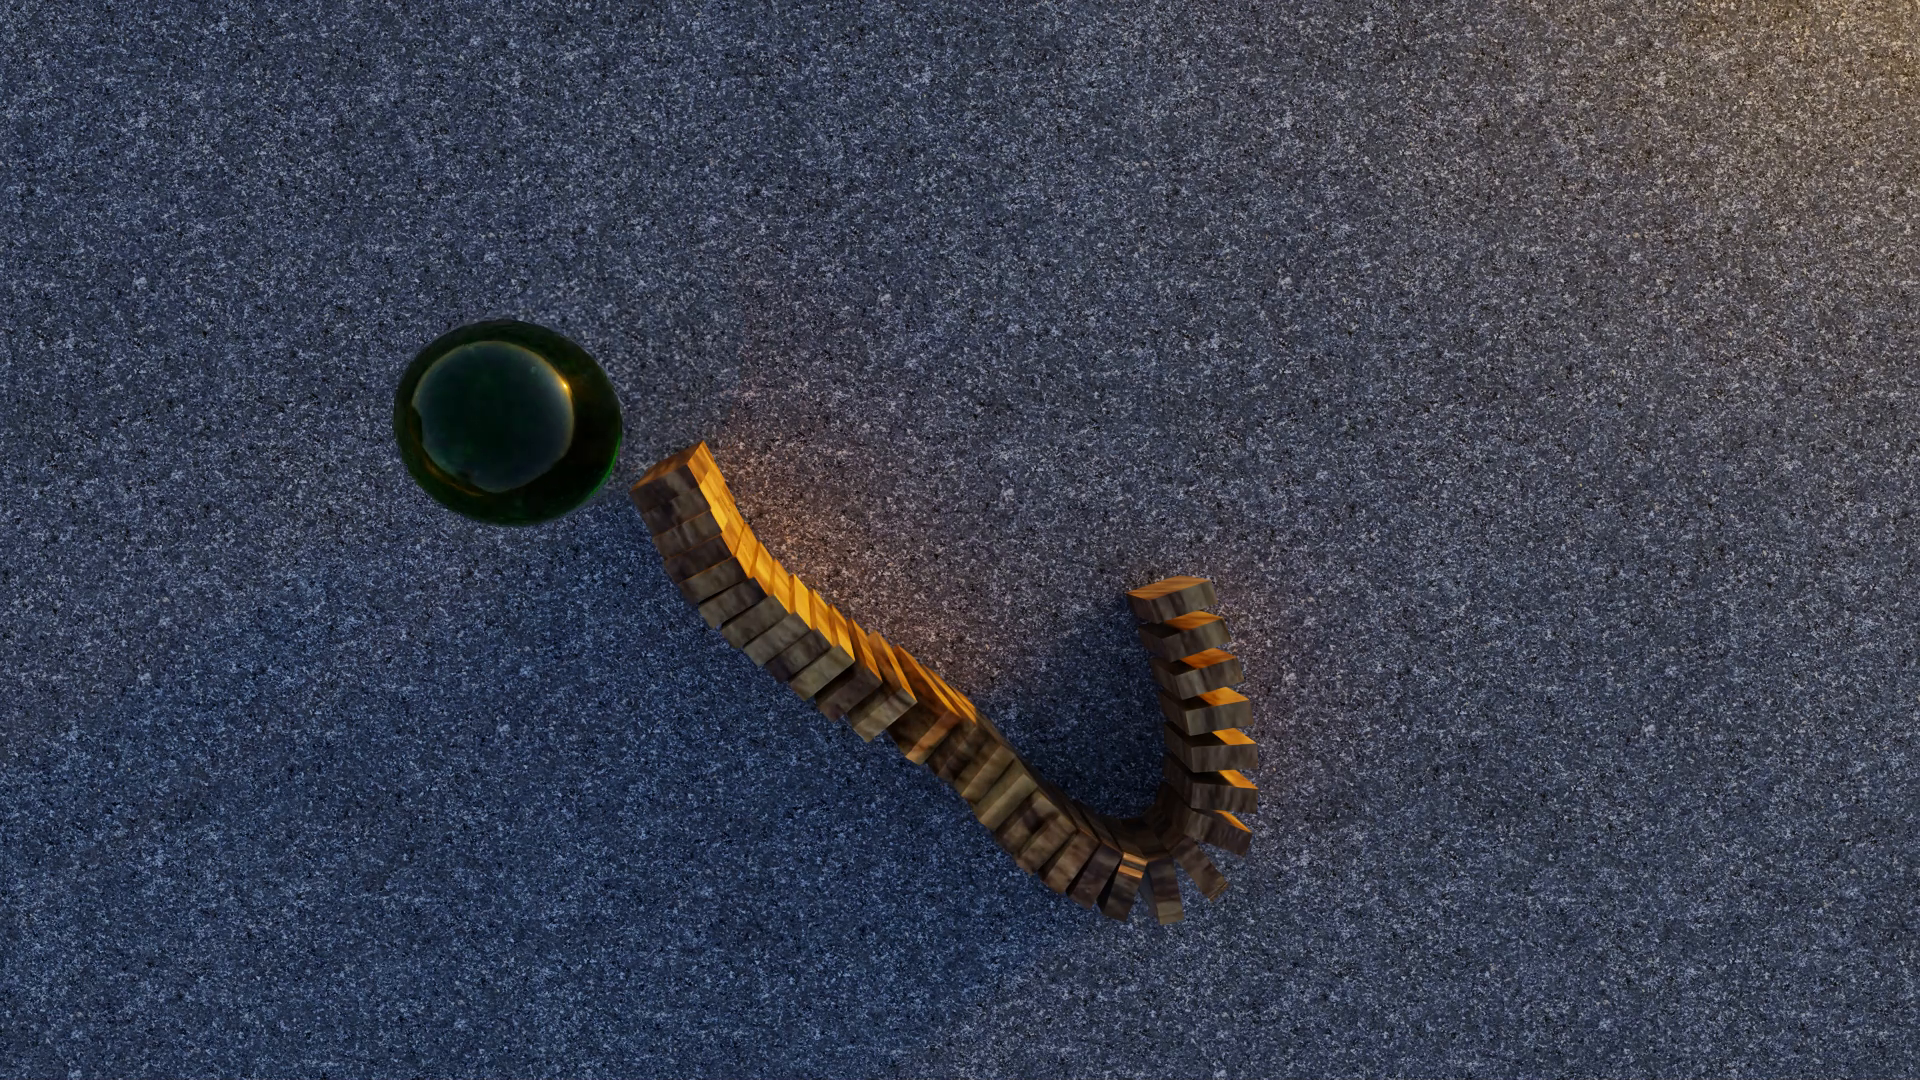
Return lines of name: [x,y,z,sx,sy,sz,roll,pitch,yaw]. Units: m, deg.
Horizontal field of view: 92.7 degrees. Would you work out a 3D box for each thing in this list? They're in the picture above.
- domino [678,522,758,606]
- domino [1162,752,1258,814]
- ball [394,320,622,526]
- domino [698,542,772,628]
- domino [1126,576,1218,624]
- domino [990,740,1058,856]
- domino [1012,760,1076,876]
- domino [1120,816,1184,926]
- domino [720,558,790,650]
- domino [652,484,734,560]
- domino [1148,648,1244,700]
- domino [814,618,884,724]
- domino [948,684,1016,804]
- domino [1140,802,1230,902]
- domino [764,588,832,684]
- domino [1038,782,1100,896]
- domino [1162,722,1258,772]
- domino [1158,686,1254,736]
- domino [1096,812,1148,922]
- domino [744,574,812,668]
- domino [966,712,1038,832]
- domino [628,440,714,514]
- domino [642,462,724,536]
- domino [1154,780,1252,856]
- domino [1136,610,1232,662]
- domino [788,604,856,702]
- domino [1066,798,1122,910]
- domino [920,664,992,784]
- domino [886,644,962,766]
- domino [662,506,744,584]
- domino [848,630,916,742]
domino: [-0.098,0.009,0.375,0.025,0.050,0.010,-26,108,0]
domino: [0.101,0.099,0.375,0.025,0.050,0.010,5,90,0]
ball: [-0.175,-0.046,0.360,0.080,0.080,0.080,0,90,0]
domino: [-0.091,0.017,0.375,0.025,0.050,0.009,-30,108,0]
domino: [0.085,0.024,0.375,0.025,0.050,0.009,-18,90,0]
domino: [0.019,0.103,0.375,0.025,0.050,0.010,-46,112,0]
domino: [0.028,0.112,0.375,0.025,0.050,0.010,-46,106,0]
domino: [0.078,0.134,0.375,0.009,0.050,0.025,-11,90,-3]
domino: [-0.083,0.025,0.375,0.025,0.050,0.010,-35,108,0]
domino: [-0.108,-0.009,0.375,0.025,0.050,0.009,-26,108,0]
domino: [0.095,0.053,0.375,0.025,0.050,0.010,-17,90,0]
domino: [-0.048,0.052,0.375,0.025,0.050,0.009,-39,113,0]
domino: [0.001,0.083,0.376,0.009,0.050,0.025,39,90,-32]
domino: [0.091,0.126,0.375,0.010,0.050,0.025,-40,90,-2]
domino: [-0.066,0.038,0.375,0.025,0.050,0.010,-36,108,0]
domino: [0.039,0.120,0.375,0.009,0.050,0.025,36,90,-11]
domino: [0.101,0.083,0.375,0.025,0.050,0.010,-4,90,0]
domino: [0.099,0.068,0.375,0.025,0.050,0.010,-10,90,0]
domino: [0.062,0.132,0.375,0.009,0.050,0.025,20,90,-3]
domino: [-0.075,0.032,0.375,0.025,0.050,0.010,-36,108,0]
domino: [0.010,0.093,0.376,0.025,0.050,0.009,-46,118,0]
domino: [-0.117,-0.027,0.375,0.025,0.050,0.010,-26,108,0]
domino: [-0.112,-0.018,0.375,0.025,0.050,0.009,-26,108,0]
domino: [0.098,0.113,0.375,0.025,0.050,0.009,20,88,0]
domino: [0.091,0.038,0.375,0.025,0.050,0.010,-19,90,0]
domino: [-0.058,0.045,0.375,0.025,0.050,0.010,-38,109,0]
domino: [0.050,0.127,0.375,0.010,0.050,0.025,31,90,-6]
domino: [-0.010,0.075,0.377,0.010,0.050,0.025,39,90,-36]
domino: [-0.021,0.067,0.377,0.025,0.050,0.010,-48,128,0]
domino: [-0.104,0.001,0.375,0.025,0.050,0.009,-26,108,0]
domino: [-0.036,0.059,0.376,0.025,0.050,0.010,-39,118,0]
